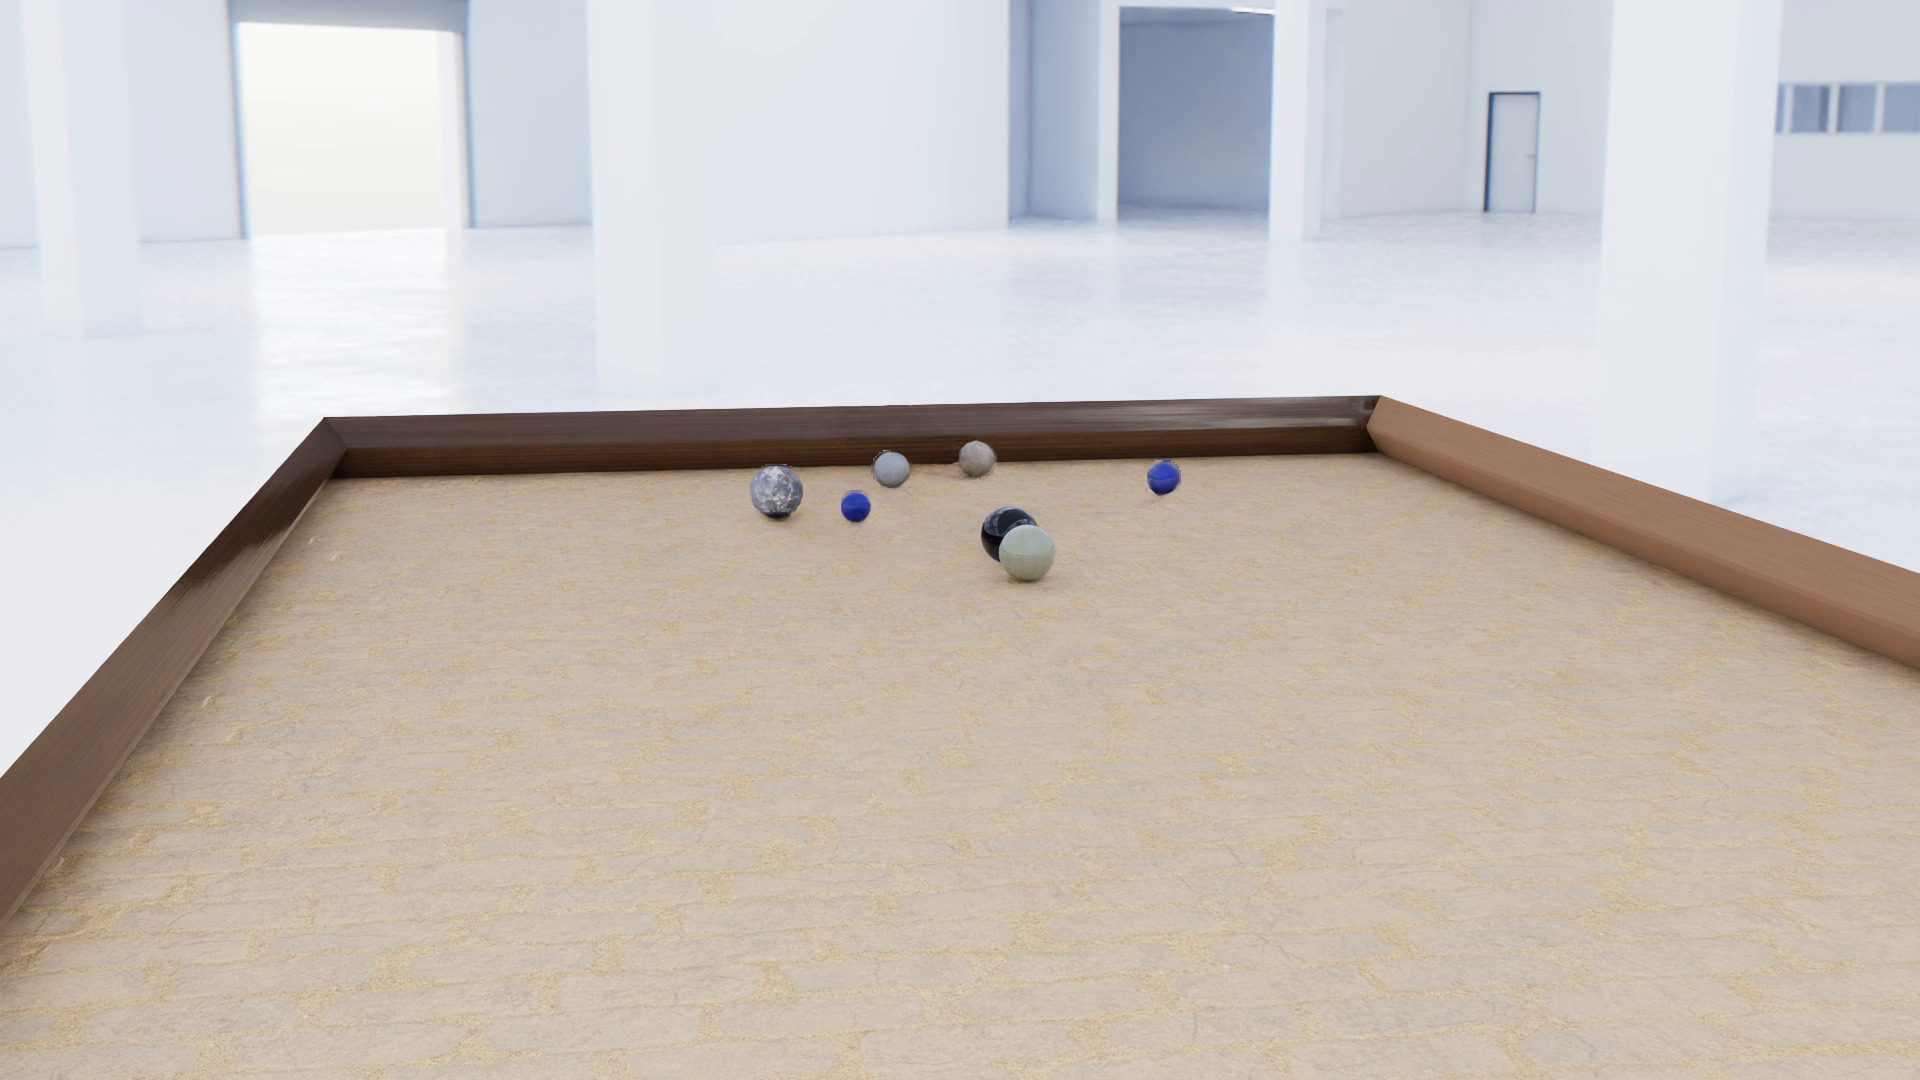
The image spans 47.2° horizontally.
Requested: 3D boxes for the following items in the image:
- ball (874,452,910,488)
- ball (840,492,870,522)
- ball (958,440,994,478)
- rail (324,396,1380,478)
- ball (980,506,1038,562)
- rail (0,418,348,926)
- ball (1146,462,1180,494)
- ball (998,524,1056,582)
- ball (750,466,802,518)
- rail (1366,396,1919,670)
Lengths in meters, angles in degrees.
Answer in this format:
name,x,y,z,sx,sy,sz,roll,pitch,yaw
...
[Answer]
name,x,y,z,sx,sy,sz,roll,pitch,yaw
ball,-0.122,-0.126,3.941,0.065,0.065,0.065,0,11,0
ball,-0.170,-0.054,3.598,0.050,0.050,0.050,0,11,0
ball,0.030,-0.149,4.060,0.068,0.068,0.068,0,11,0
rail,-0.161,-0.196,4.184,2.033,0.113,0.045,-2,11,-9
ball,0.074,-0.007,3.248,0.086,0.086,0.086,0,11,0
rail,-0.813,0.187,2.124,0.045,0.113,3.961,-2,11,-9
ball,0.357,-0.108,3.869,0.057,0.057,0.057,0,11,0
ball,0.096,0.018,3.126,0.080,0.080,0.080,0,11,0
ball,-0.303,-0.080,3.635,0.087,0.087,0.087,0,11,0
rail,1.144,0.127,2.450,0.045,0.113,3.961,-2,11,-9
